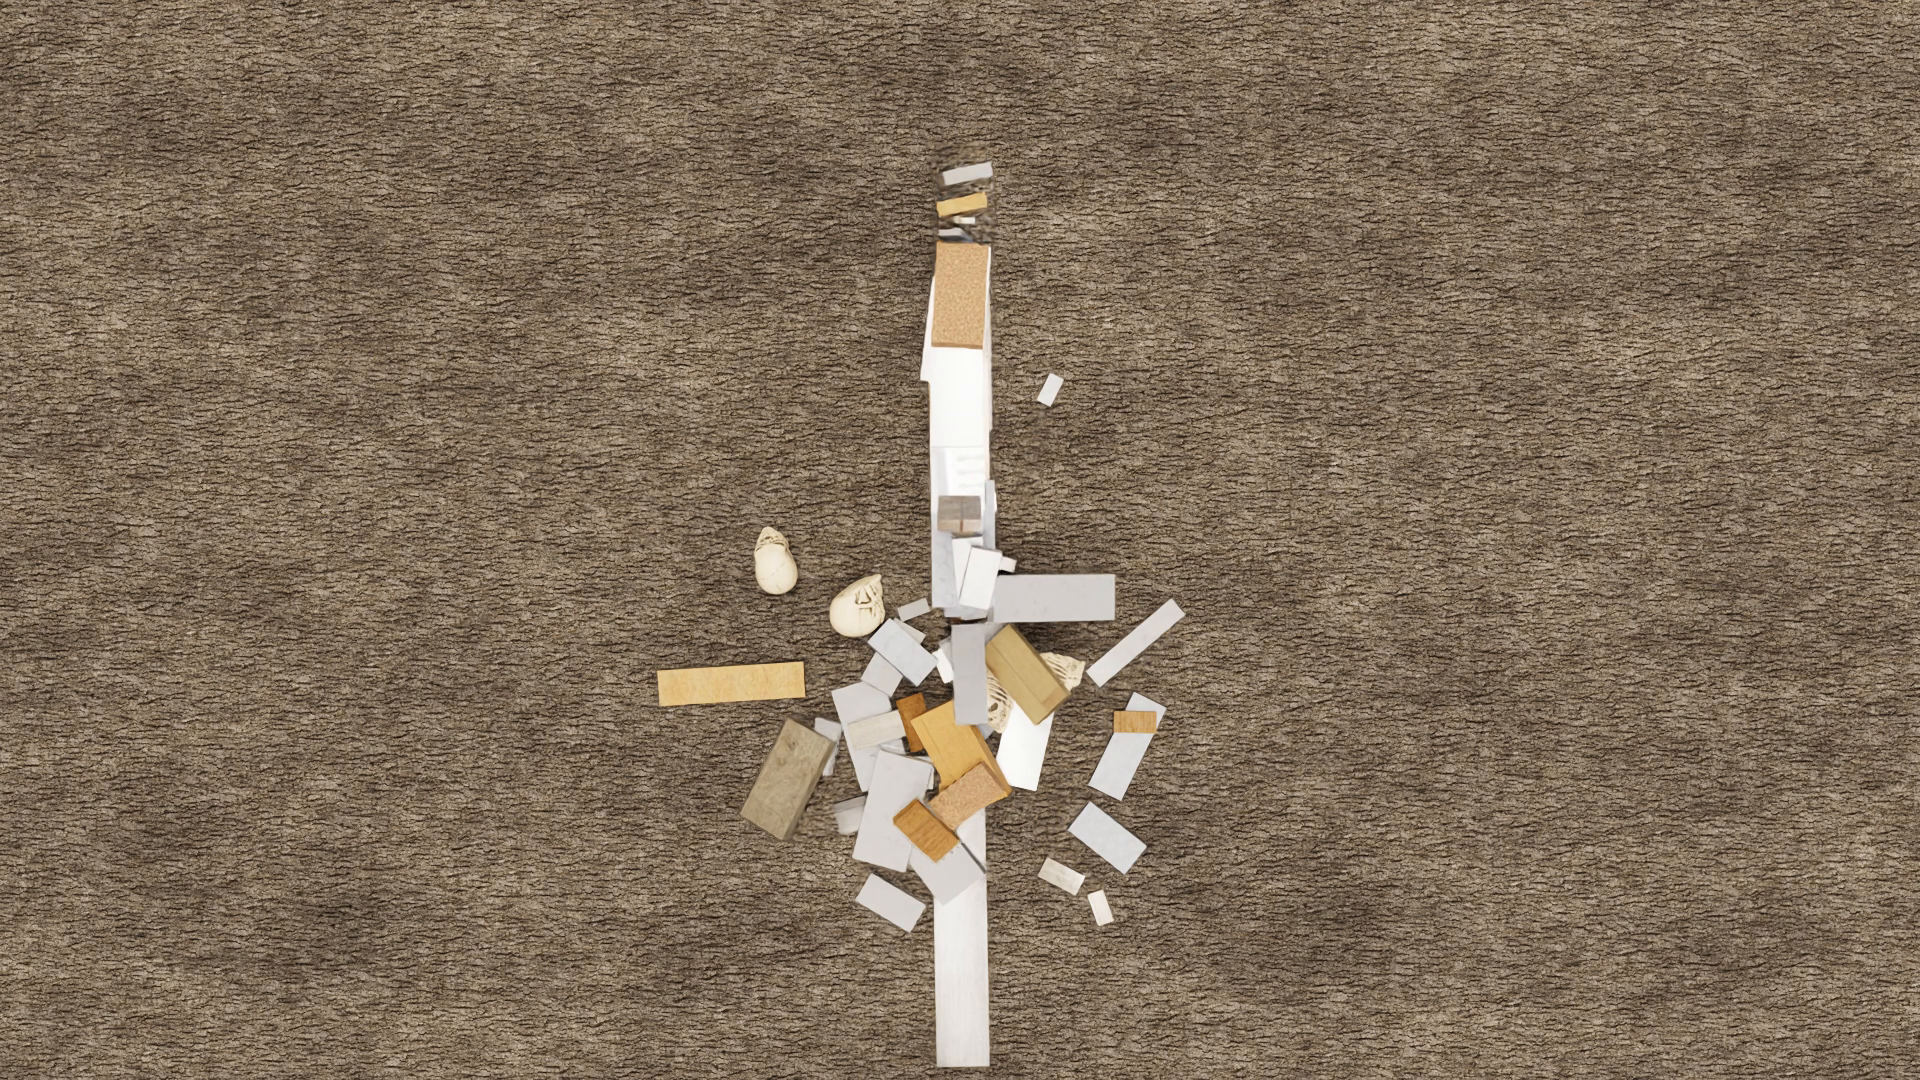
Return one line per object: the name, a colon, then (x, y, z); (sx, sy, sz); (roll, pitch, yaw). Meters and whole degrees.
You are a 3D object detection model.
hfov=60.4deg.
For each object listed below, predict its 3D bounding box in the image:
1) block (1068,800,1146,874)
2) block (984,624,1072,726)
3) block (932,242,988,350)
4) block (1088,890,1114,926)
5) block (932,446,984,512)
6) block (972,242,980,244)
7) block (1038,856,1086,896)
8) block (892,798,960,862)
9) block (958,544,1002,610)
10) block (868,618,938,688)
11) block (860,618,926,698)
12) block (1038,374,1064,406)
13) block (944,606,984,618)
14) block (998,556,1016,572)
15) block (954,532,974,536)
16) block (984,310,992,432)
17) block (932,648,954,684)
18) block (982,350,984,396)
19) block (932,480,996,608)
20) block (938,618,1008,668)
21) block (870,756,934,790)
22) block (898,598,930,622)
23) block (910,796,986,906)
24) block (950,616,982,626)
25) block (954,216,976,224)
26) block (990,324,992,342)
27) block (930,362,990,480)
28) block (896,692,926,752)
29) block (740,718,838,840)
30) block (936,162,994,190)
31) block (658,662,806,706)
block: (0.488, 0.988, 5.483); (0.239, 0.034, 0.120); (38, 90, 0)
block: (0.208, 0.435, 5.344); (0.151, 0.043, 0.302); (-45, 72, 17)
block: (0.000, -0.604, 4.081); (0.129, 0.036, 0.257); (3, 79, 0)
block: (0.468, 1.223, 5.492); (0.055, 0.016, 0.110); (-20, 90, 0)
block: (-0.005, -0.203, 4.146); (0.132, 0.037, 0.264); (0, 90, 0)
block: (-0.002, -0.674, 4.405); (0.116, 0.033, 0.231); (-2, 89, 1)
block: (0.337, 1.118, 5.490); (0.141, 0.020, 0.071); (27, 90, 0)
block: (-0.110, 0.942, 5.340); (0.106, 0.030, 0.212); (-42, 112, 2)
block: (0.053, 0.099, 4.378); (0.081, 0.023, 0.163); (11, 109, -6)
block: (-0.188, 0.371, 5.428); (0.219, 0.031, 0.109); (41, 75, 3)
block: (-0.221, 0.388, 5.453); (0.117, 0.033, 0.234); (29, 75, 0)
block: (0.301, -0.500, 5.493); (0.050, 0.014, 0.101); (27, 90, 0)
block: (0.007, 0.109, 4.918); (0.118, 0.033, 0.236); (-3, 90, 0)
block: (0.105, 0.064, 5.356); (0.144, 0.287, 0.041); (17, 90, 0)
block: (0.010, -0.035, 4.367); (0.051, 0.014, 0.102); (-6, 123, 0)
block: (0.004, -0.506, 4.956); (0.179, 0.051, 0.358); (-1, 90, 0)
block: (0.027, 0.383, 5.485); (0.219, 0.031, 0.109); (-24, 90, 0)
block: (0.001, -0.484, 4.205); (0.118, 0.034, 0.237); (0, 89, 0)
block: (0.009, 0.010, 4.454); (0.170, 0.048, 0.339); (-1, 90, 0)
block: (0.060, 0.336, 5.432); (0.234, 0.033, 0.117); (-27, 112, 0)
block: (-0.193, 0.766, 5.436); (0.211, 0.030, 0.106); (0, 90, 0)
block: (-0.154, 0.232, 5.478); (0.101, 0.014, 0.050); (-21, 48, 0)
block: (-0.093, 1.010, 5.426); (0.175, 0.049, 0.349); (-38, 86, 5)
block: (0.024, 0.241, 5.391); (0.109, 0.219, 0.031); (-20, 57, -11)
block: (0.012, -0.862, 4.450); (0.058, 0.116, 0.016); (3, 99, -1)
block: (0.005, -0.627, 5.241); (0.179, 0.518, 0.051); (0, 90, 0)
block: (-0.002, -0.321, 4.481); (0.157, 0.045, 0.315); (-1, 90, 0)
block: (-0.144, 0.603, 5.464); (0.089, 0.025, 0.178); (-17, 90, -36)
block: (-0.566, 0.787, 5.440); (0.179, 0.051, 0.358); (27, 90, 24)
block: (0.010, -0.986, 4.476); (0.128, 0.257, 0.036); (-13, 100, -4)
block: (-0.758, 0.477, 5.483); (0.484, 0.033, 0.117); (-4, 90, 0)
